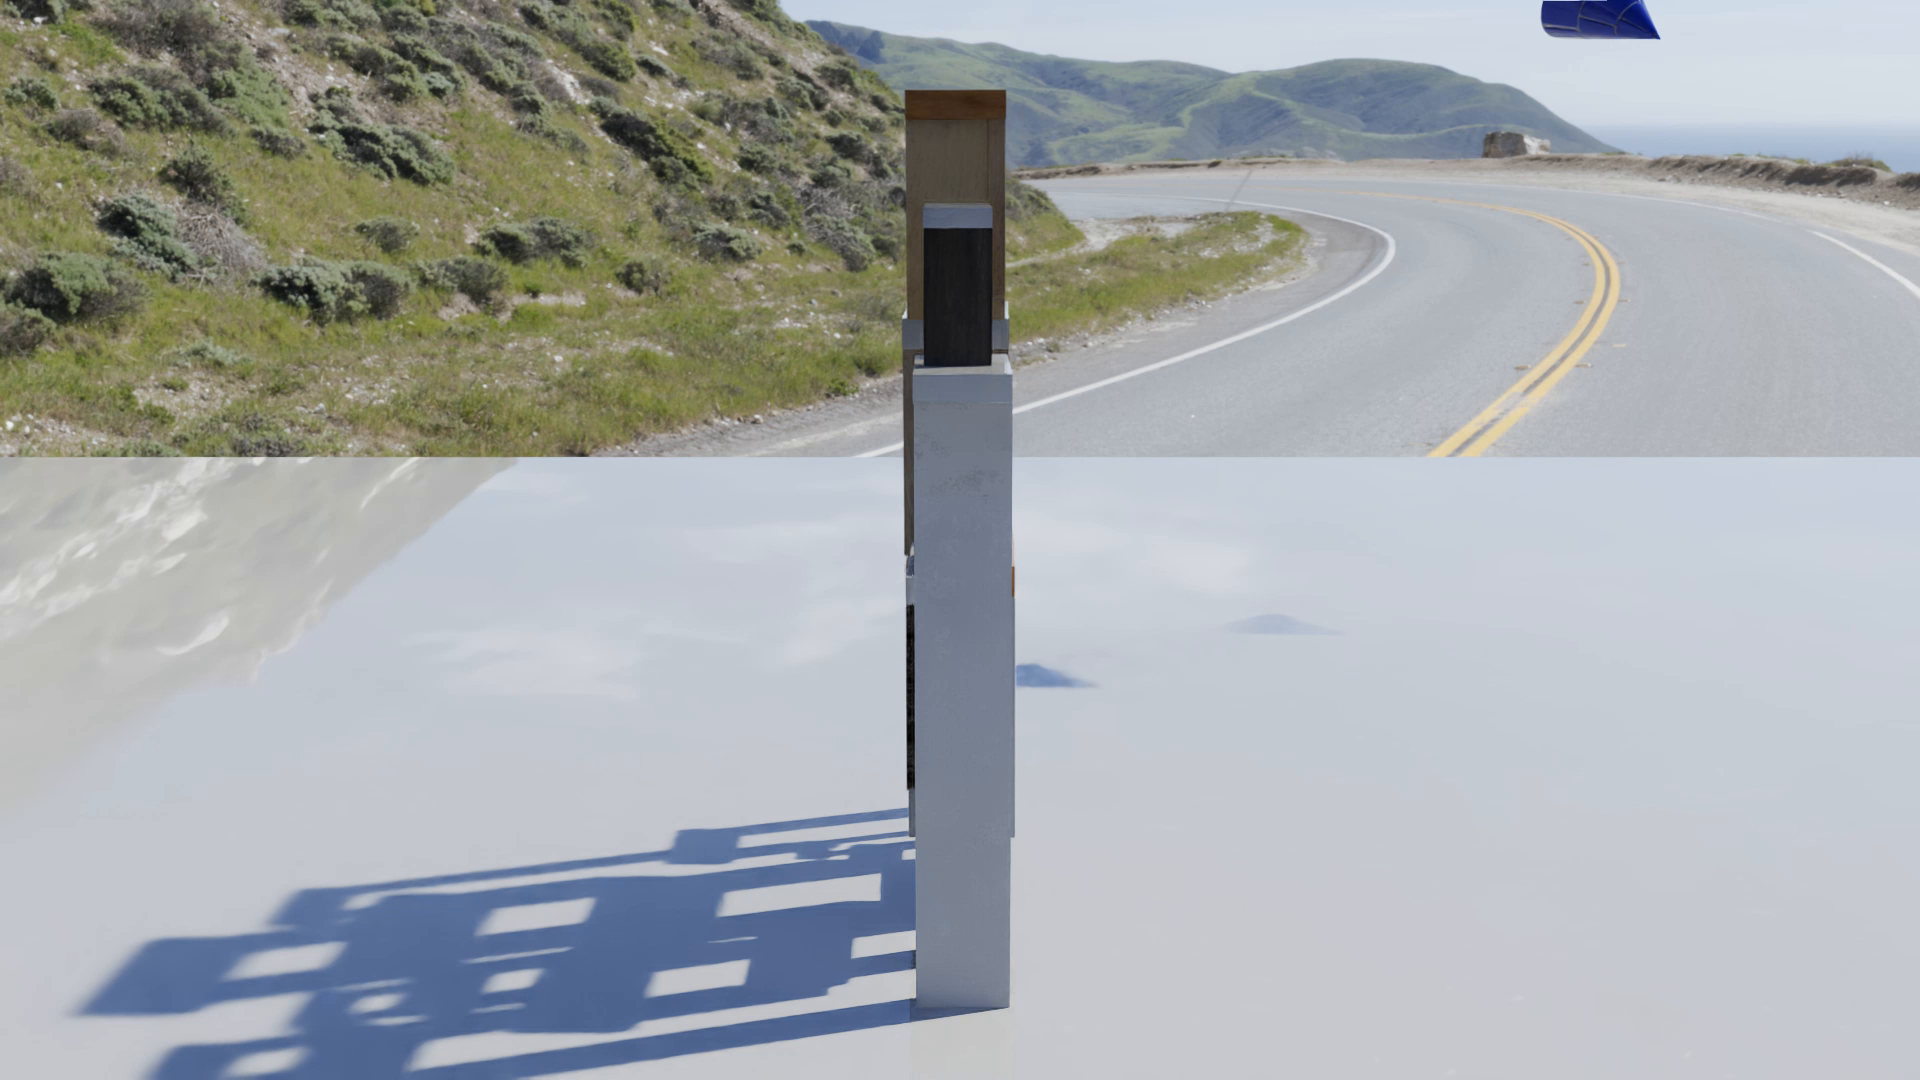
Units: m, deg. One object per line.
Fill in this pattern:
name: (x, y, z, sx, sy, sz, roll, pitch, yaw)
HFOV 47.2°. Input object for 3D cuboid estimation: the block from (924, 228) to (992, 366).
block: (-0.003, -0.344, 3.102, 0.096, 0.193, 0.027, 0, 10, 0)

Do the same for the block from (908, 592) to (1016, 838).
block: (0.003, 0.281, 3.591, 0.174, 0.410, 0.049, 0, 10, 1)

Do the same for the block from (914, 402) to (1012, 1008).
block: (0.004, 0.240, 3.128, 0.136, 0.886, 0.039, 0, 11, 0)

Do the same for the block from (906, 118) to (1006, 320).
block: (-0.006, -0.502, 3.447, 0.154, 0.309, 0.044, 0, 10, 1)

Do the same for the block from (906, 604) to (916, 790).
block: (-0.007, 0.227, 3.273, 0.144, 0.287, 0.041, 0, 11, 0)

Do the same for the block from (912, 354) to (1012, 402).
block: (0.003, -0.232, 3.134, 0.136, 0.039, 0.273, 0, 11, 0)

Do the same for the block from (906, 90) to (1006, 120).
block: (-0.004, -0.695, 3.516, 0.154, 0.044, 0.309, 0, 11, 1)

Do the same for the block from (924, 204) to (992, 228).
block: (-0.003, -0.464, 3.147, 0.096, 0.027, 0.193, 0, 10, 0)

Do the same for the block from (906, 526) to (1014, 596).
block: (0.003, 0.034, 3.663, 0.174, 0.049, 0.347, 0, 11, 1)

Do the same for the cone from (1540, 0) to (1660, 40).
cone: (1.598, -1.272, 5.317, 0.266, 0.266, 0.266, -8, 42, -37)

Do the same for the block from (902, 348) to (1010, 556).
block: (-0.006, -0.146, 3.567, 0.170, 0.339, 0.048, 0, 10, 1)

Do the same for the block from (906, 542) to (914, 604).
block: (-0.005, 0.048, 3.337, 0.144, 0.041, 0.287, 0, 11, 1)

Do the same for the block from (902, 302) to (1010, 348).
block: (-0.004, -0.358, 3.643, 0.170, 0.048, 0.339, 0, 11, 1)
